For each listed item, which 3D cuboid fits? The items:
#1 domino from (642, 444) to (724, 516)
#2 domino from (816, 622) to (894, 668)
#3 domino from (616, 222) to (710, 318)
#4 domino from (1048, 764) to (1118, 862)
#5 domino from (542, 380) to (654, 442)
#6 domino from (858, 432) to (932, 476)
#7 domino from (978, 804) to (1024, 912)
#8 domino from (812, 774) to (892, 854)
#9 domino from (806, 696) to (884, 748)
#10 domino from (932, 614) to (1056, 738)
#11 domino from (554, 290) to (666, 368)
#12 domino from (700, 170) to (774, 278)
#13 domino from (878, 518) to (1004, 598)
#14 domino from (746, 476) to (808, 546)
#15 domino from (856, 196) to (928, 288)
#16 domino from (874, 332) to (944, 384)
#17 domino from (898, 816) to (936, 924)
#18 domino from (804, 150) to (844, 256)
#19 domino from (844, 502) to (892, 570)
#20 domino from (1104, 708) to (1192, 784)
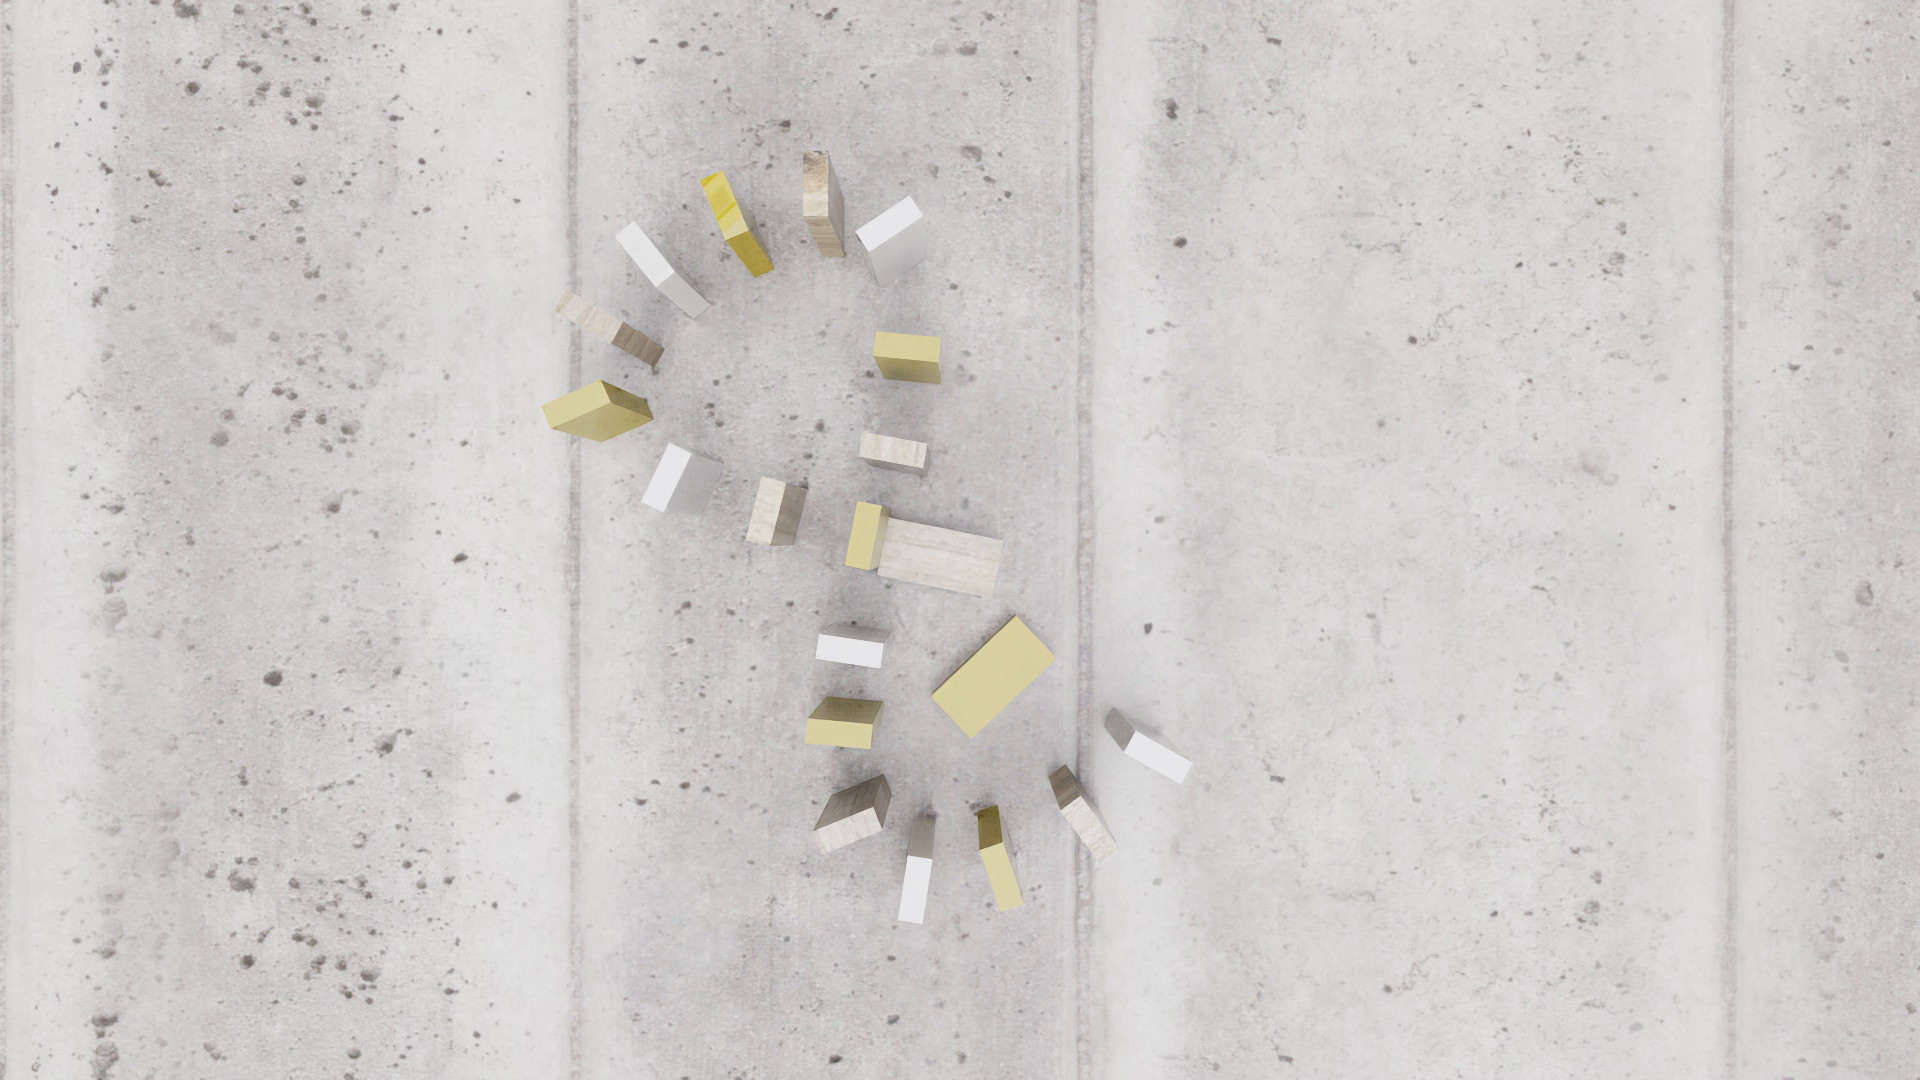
[{"bbox_3d":[-0.112,-0.024,0.375,0.010,0.050,0.025,26,90,0],"label":"domino"},{"bbox_3d":[-0.042,0.042,0.375,0.025,0.050,0.010,8,90,0],"label":"domino"},{"bbox_3d":[-0.120,-0.109,0.375,0.009,0.050,0.025,-39,90,0],"label":"domino"},{"bbox_3d":[0.050,0.111,0.375,0.010,0.050,0.025,-37,90,0],"label":"domino"},{"bbox_3d":[-0.147,-0.052,0.375,0.025,0.050,0.010,-24,90,0],"label":"domino"},{"bbox_3d":[-0.026,-0.034,0.375,0.025,0.050,0.010,10,90,0],"label":"domino"},{"bbox_3d":[0.016,0.129,0.375,0.009,0.050,0.025,-19,90,0],"label":"domino"},{"bbox_3d":[-0.043,0.111,0.375,0.025,0.050,0.009,-22,90,0],"label":"domino"},{"bbox_3d":[-0.046,0.074,0.375,0.025,0.050,0.010,5,90,0],"label":"domino"},{"bbox_3d":[0.014,0.059,0.395,0.050,0.010,0.025,-43,90,0],"label":"domino"},{"bbox_3d":[-0.142,-0.085,0.375,0.025,0.050,0.009,29,90,0],"label":"domino"},{"bbox_3d":[-0.090,-0.128,0.375,0.009,0.050,0.025,-23,90,0],"label":"domino"},{"bbox_3d":[-0.008,0.008,0.395,0.050,0.009,0.025,11,90,0],"label":"domino"},{"bbox_3d":[-0.074,-0.011,0.375,0.010,0.050,0.025,14,90,0],"label":"domino"},{"bbox_3d":[-0.027,-0.121,0.375,0.025,0.050,0.009,-34,90,0],"label":"domino"},{"bbox_3d":[-0.020,-0.074,0.375,0.025,0.050,0.009,5,90,0],"label":"domino"},{"bbox_3d":[-0.017,0.134,0.375,0.010,0.050,0.025,9,90,0],"label":"domino"},{"bbox_3d":[-0.055,-0.136,0.375,0.009,0.050,0.025,0,90,0],"label":"domino"},{"bbox_3d":[-0.037,-0.002,0.375,0.010,0.050,0.025,11,90,0],"label":"domino"},{"bbox_3d":[0.076,0.083,0.375,0.025,0.050,0.009,29,90,0],"label":"domino"}]
